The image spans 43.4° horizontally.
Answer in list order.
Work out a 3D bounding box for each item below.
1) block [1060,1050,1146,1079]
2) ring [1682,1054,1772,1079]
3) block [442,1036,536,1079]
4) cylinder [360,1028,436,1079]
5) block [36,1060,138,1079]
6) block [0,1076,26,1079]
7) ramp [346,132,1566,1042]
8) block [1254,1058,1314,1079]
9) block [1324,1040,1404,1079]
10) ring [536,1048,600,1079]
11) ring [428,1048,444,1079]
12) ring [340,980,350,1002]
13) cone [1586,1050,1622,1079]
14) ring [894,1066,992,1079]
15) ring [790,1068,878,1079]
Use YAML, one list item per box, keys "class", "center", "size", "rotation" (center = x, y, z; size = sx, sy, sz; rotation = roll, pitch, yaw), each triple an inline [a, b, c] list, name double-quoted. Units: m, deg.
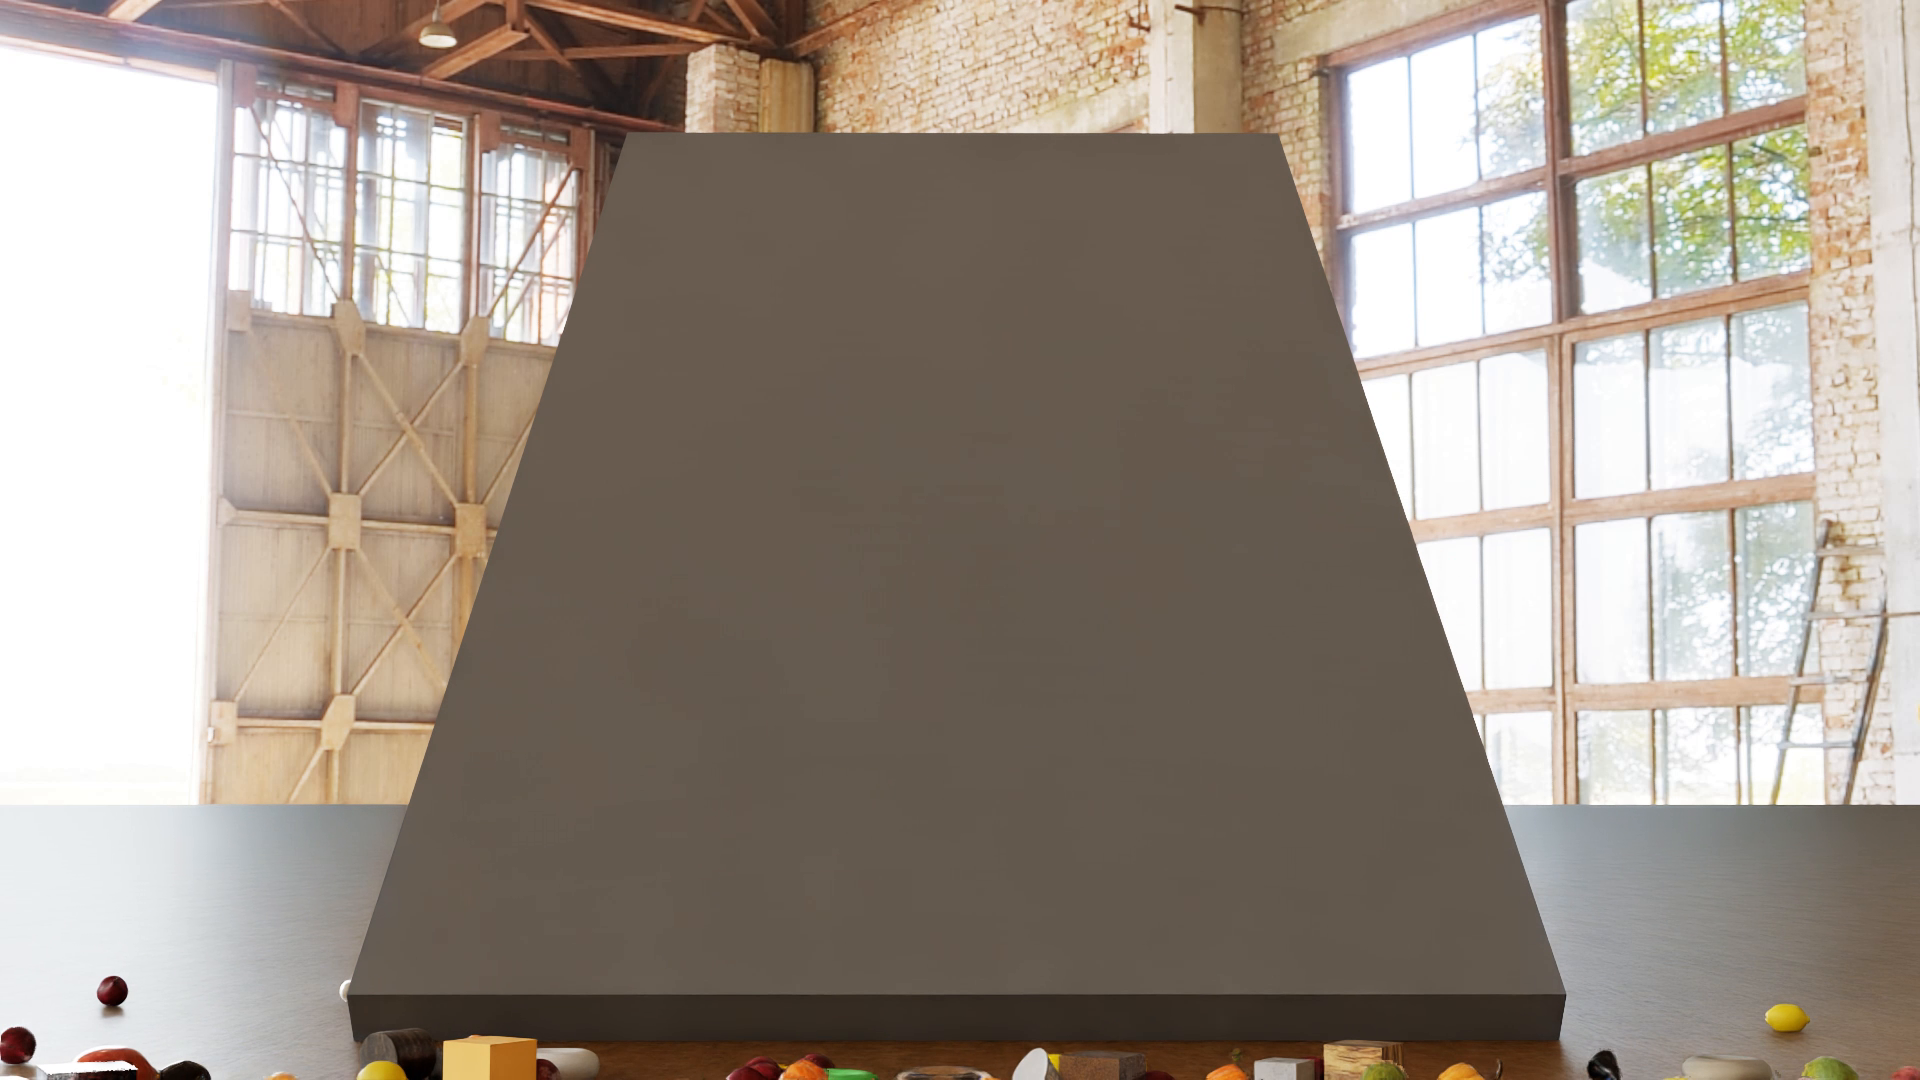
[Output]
- class: "block"
  center: [0.179, 0.686, 3.025]
  size: [0.081, 0.081, 0.081]
  rotation: [-3, -7, 28]
- class: "ring"
  center: [1.072, 0.744, 3.377]
  size: [0.122, 0.041, 0.122]
  rotation: [1, -7, 0]
- class: "block"
  center: [-0.616, 0.699, 3.165]
  size: [0.085, 0.085, 0.085]
  rotation: [-4, -7, 34]
- class: "cylinder"
  center: [-0.794, 0.730, 3.409]
  size: [0.075, 0.075, 0.075]
  rotation: [-4, -5, 34]
- class: "block"
  center: [-0.997, 0.649, 2.752]
  size: [0.096, 0.096, 0.096]
  rotation: [3, -7, -28]
- class: "block"
  center: [-1.148, 0.677, 2.874]
  size: [0.066, 0.066, 0.066]
  rotation: [5, -8, -38]
- class: "ramp"
  center: [-0.013, -0.210, 5.716]
  size: [2.000, 0.100, 4.000]
  rotation: [0, 30, 0]
- class: "block"
  center: [0.425, 0.712, 3.162]
  size: [0.059, 0.059, 0.059]
  rotation: [-4, -7, 32]
- class: "block"
  center: [0.531, 0.702, 3.172]
  size: [0.080, 0.080, 0.080]
  rotation: [-4, -7, 31]
- class: "ring"
  center: [-0.579, 0.748, 3.431]
  size: [0.134, 0.045, 0.134]
  rotation: [0, -8, 0]
- class: "ring"
  center: [-0.715, 0.754, 3.473]
  size: [0.123, 0.041, 0.123]
  rotation: [0, -5, 0]
- class: "ring"
  center: [-1.166, 0.895, 4.797]
  size: [0.130, 0.043, 0.130]
  rotation: [-1, -5, 0]
- class: "cone"
  center: [0.922, 0.756, 3.413]
  size: [0.051, 0.051, 0.051]
  rotation: [2, 20, -21]
- class: "ring"
  center: [-0.023, 0.720, 3.173]
  size: [0.137, 0.046, 0.137]
  rotation: [0, -5, 0]
- class: "ring"
  center: [-0.166, 0.722, 3.181]
  size: [0.128, 0.043, 0.128]
  rotation: [1, -7, 0]
